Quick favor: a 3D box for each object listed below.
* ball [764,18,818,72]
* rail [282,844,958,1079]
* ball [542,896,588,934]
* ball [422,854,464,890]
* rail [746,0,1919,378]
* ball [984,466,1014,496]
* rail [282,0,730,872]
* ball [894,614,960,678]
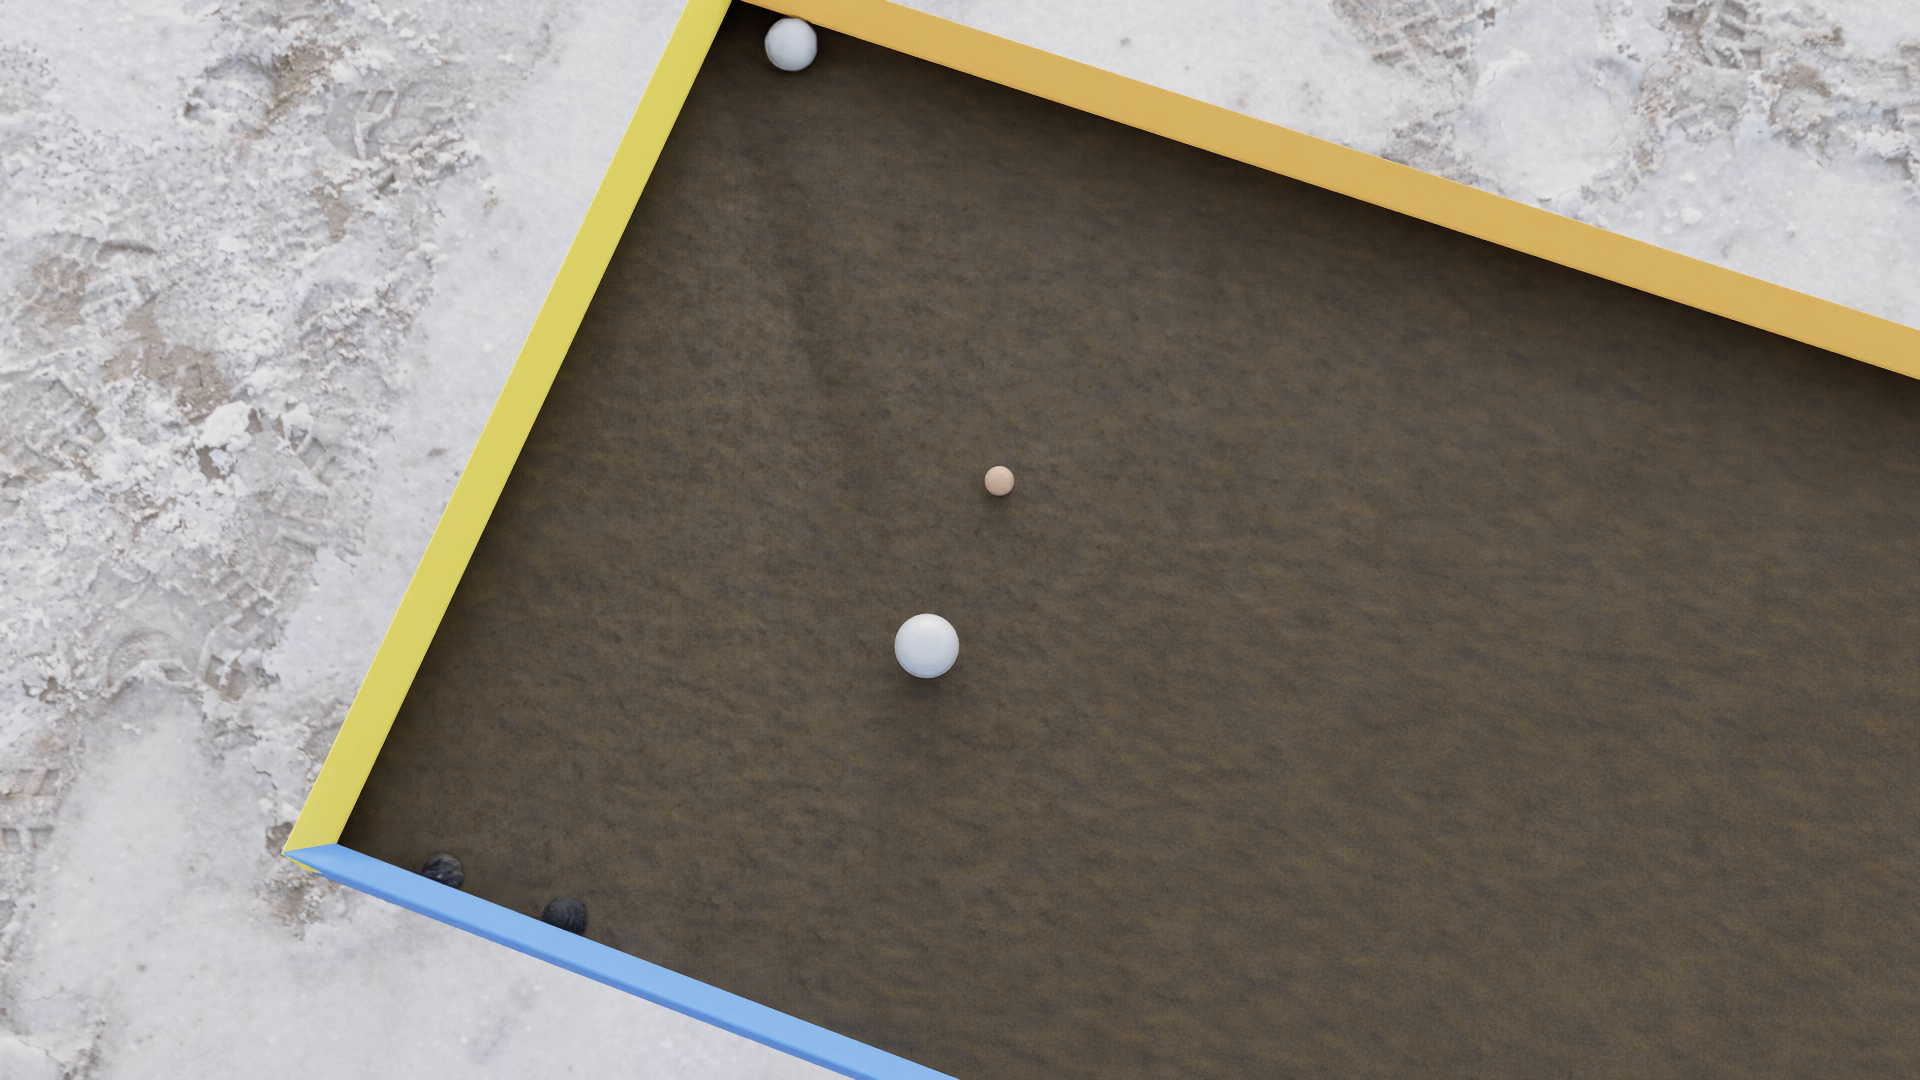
[{"bbox_3d":[-0.285,-0.838,3.716,0.089,0.089,0.089,0,71,0],"label":"ball"},{"bbox_3d":[0.420,0.936,3.067,2.965,0.129,0.045,19,72,7],"label":"rail"},{"bbox_3d":[-0.582,0.556,3.236,0.065,0.065,0.065,0,71,0],"label":"ball"},{"bbox_3d":[-0.767,0.495,3.259,0.062,0.062,0.062,0,71,0],"label":"ball"},{"bbox_3d":[0.971,-0.471,3.564,2.965,0.129,0.045,19,72,7],"label":"rail"},{"bbox_3d":[0.062,-0.093,3.475,0.047,0.047,0.047,0,71,0],"label":"ball"},{"bbox_3d":[-0.673,-0.244,3.484,0.045,0.129,1.638,19,72,7],"label":"rail"},{"bbox_3d":[-0.051,0.162,3.357,0.099,0.099,0.099,0,71,0],"label":"ball"}]
